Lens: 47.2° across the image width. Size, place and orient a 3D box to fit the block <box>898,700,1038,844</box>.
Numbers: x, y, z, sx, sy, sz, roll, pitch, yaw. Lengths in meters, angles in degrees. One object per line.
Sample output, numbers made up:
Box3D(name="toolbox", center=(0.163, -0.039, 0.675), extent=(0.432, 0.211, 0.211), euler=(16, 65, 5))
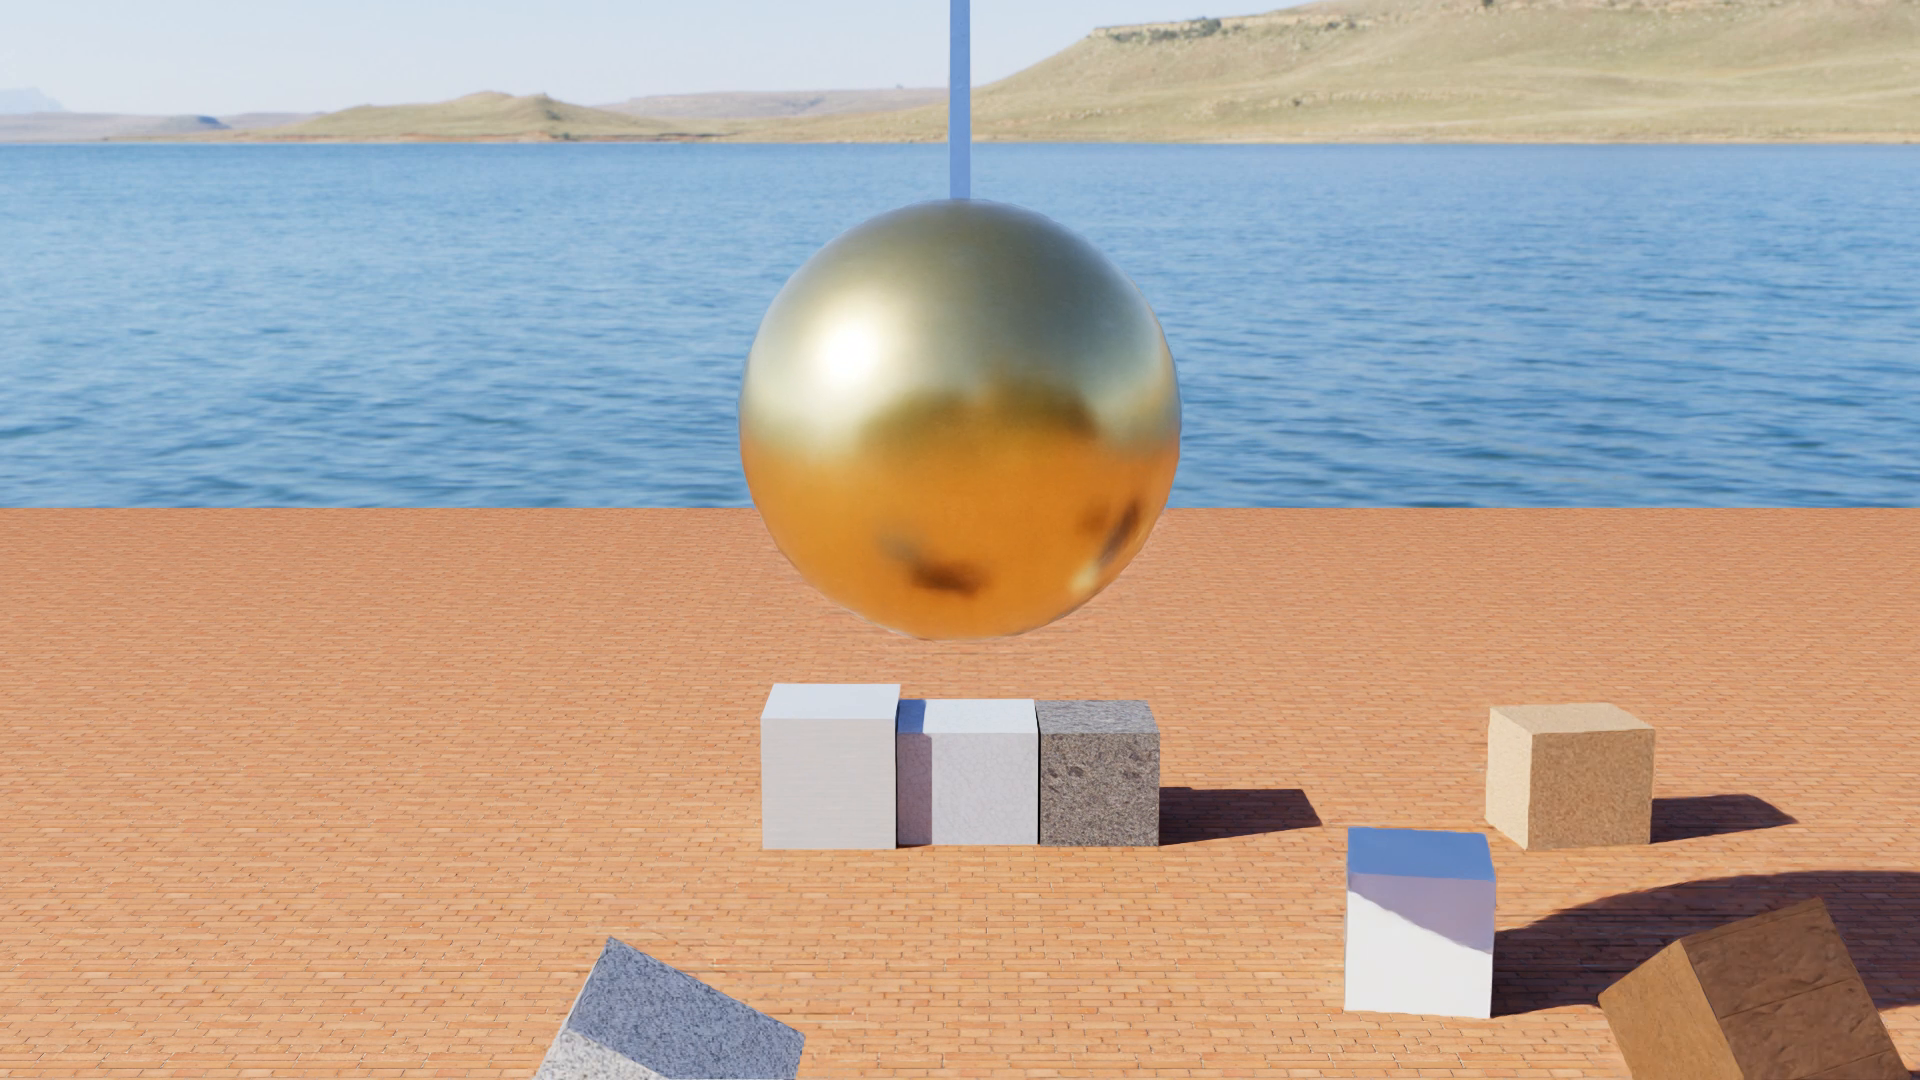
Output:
Box3D(name="block", center=(0.038, 1.191, 11.383), extent=(0.705, 0.584, 0.677), euler=(0, 10, 0))

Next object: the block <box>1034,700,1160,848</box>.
Box3D(name="block", center=(0.696, 1.195, 11.342), extent=(0.593, 0.591, 0.658), euler=(0, 10, -1))

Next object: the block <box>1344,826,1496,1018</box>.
Box3D(name="block", center=(1.910, 1.588, 9.202), extent=(0.579, 0.584, 0.625), euler=(2, 10, 9))

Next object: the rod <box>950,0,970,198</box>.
Box3D(name="rod", center=(0.000, -3.603, 9.155), extent=(0.080, 5.200, 0.080), euler=(0, -21, 0))

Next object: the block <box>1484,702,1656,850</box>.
Box3D(name="block", center=(3.116, 1.202, 11.261), extent=(0.655, 0.605, 0.532), euler=(-2, 11, -9))

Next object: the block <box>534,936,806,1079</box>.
Box3D(name="block", center=(-0.991, 1.812, 7.034), extent=(0.731, 0.603, 0.660), euler=(28, 14, -4))

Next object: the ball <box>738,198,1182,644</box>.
Box3D(name="ball", center=(0.000, -0.427, 7.940), extent=(1.600, 1.600, 1.600), euler=(0, 10, 0))

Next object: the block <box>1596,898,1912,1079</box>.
Box3D(name="block", center=(2.679, 1.694, 7.477), extent=(0.563, 0.655, 0.655), euler=(-12, -25, -16))

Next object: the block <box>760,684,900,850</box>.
Box3D(name="block", center=(-0.652, 1.155, 11.324), extent=(0.668, 0.675, 0.710), euler=(0, 10, 1))
